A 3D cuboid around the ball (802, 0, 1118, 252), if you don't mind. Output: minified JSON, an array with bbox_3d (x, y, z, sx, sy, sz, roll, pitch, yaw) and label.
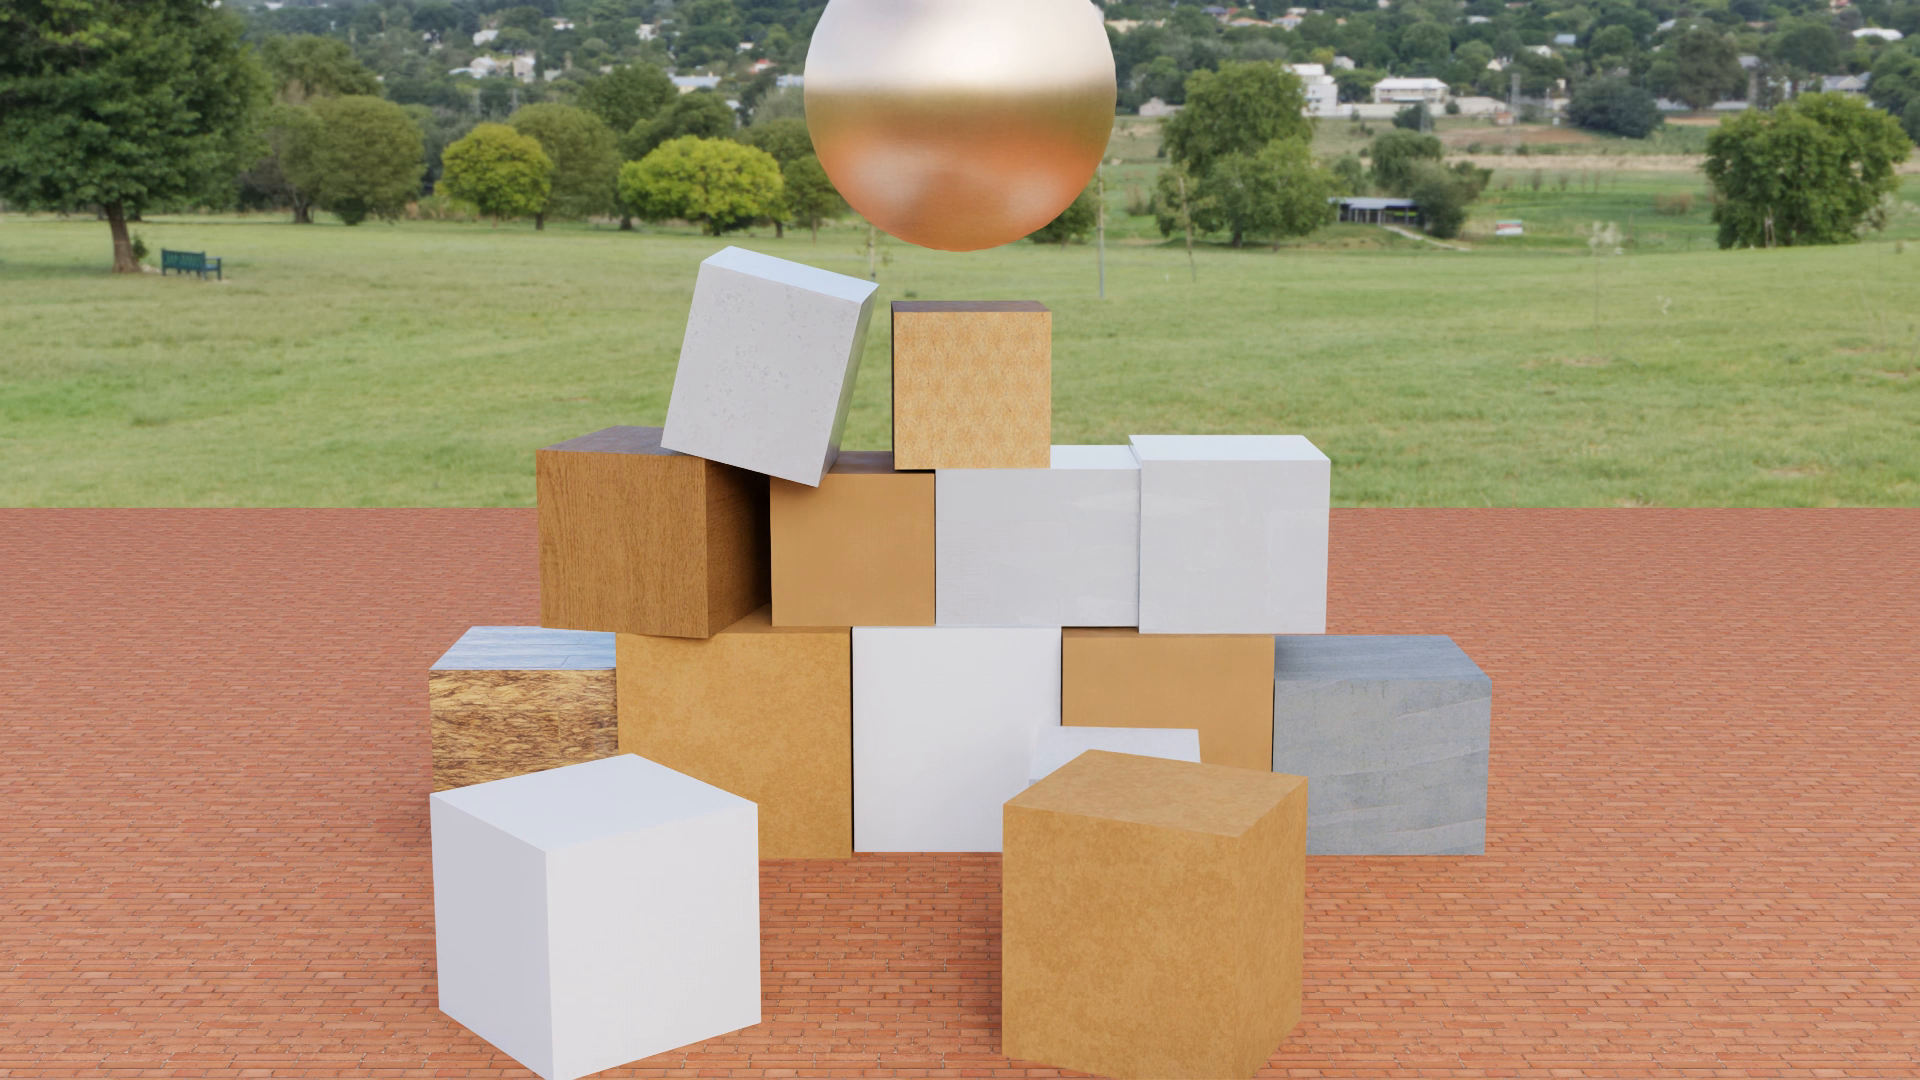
[{"bbox_3d":[0.000,-2.275,11.194,1.600,1.600,1.600,0,10,0],"label":"ball"}]

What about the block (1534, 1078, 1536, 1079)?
[{"bbox_3d":[1.876,2.070,6.212,0.741,0.705,0.766,6,12,29],"label":"block"}]

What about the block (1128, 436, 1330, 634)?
[{"bbox_3d":[1.338,-0.045,11.159,0.913,0.859,0.905,0,10,0],"label":"block"}]

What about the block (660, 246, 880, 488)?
[{"bbox_3d":[-0.909,-0.858,10.673,0.770,0.899,0.795,15,14,1],"label":"block"}]

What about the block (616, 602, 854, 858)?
[{"bbox_3d":[-1.107,0.911,11.363,1.138,1.142,1.174,0,10,0],"label":"block"}]

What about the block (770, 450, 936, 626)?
[{"bbox_3d":[-0.525,-0.020,11.168,0.800,0.759,0.809,0,10,0],"label":"block"}]

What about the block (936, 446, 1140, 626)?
[{"bbox_3d":[0.381,-0.036,11.187,0.998,0.784,0.846,0,10,0],"label":"block"}]

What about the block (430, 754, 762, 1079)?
[{"bbox_3d":[-1.467,1.483,8.851,0.940,0.916,0.949,-8,13,-39],"label":"block"}]

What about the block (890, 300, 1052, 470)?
[{"bbox_3d":[0.043,-0.790,11.019,0.759,0.761,0.776,-1,10,-3],"label":"block"}]

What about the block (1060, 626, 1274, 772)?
[{"bbox_3d":[1.018,0.924,11.357,1.029,1.119,1.131,0,10,0],"label":"block"}]

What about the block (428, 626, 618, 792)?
[{"bbox_3d":[-2.147,1.012,11.369,0.925,0.940,0.983,0,10,0],"label":"block"}]

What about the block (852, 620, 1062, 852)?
[{"bbox_3d":[-0.015,0.910,11.365,1.024,1.143,0.969,0,10,0],"label":"block"}]

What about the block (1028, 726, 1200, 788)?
[{"bbox_3d":[0.682,1.359,9.629,0.717,0.881,0.849,1,10,5],"label":"block"}]

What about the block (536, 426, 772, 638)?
[{"bbox_3d":[-1.508,-0.065,11.071,0.875,0.882,0.971,3,11,15],"label":"block"}]

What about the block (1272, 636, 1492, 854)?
[{"bbox_3d":[2.078,1.038,11.361,1.065,0.892,1.011,0,10,0],"label":"block"}]

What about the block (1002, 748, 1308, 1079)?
[{"bbox_3d":[0.772,1.472,8.629,0.937,1.017,0.860,5,11,25],"label":"block"}]
